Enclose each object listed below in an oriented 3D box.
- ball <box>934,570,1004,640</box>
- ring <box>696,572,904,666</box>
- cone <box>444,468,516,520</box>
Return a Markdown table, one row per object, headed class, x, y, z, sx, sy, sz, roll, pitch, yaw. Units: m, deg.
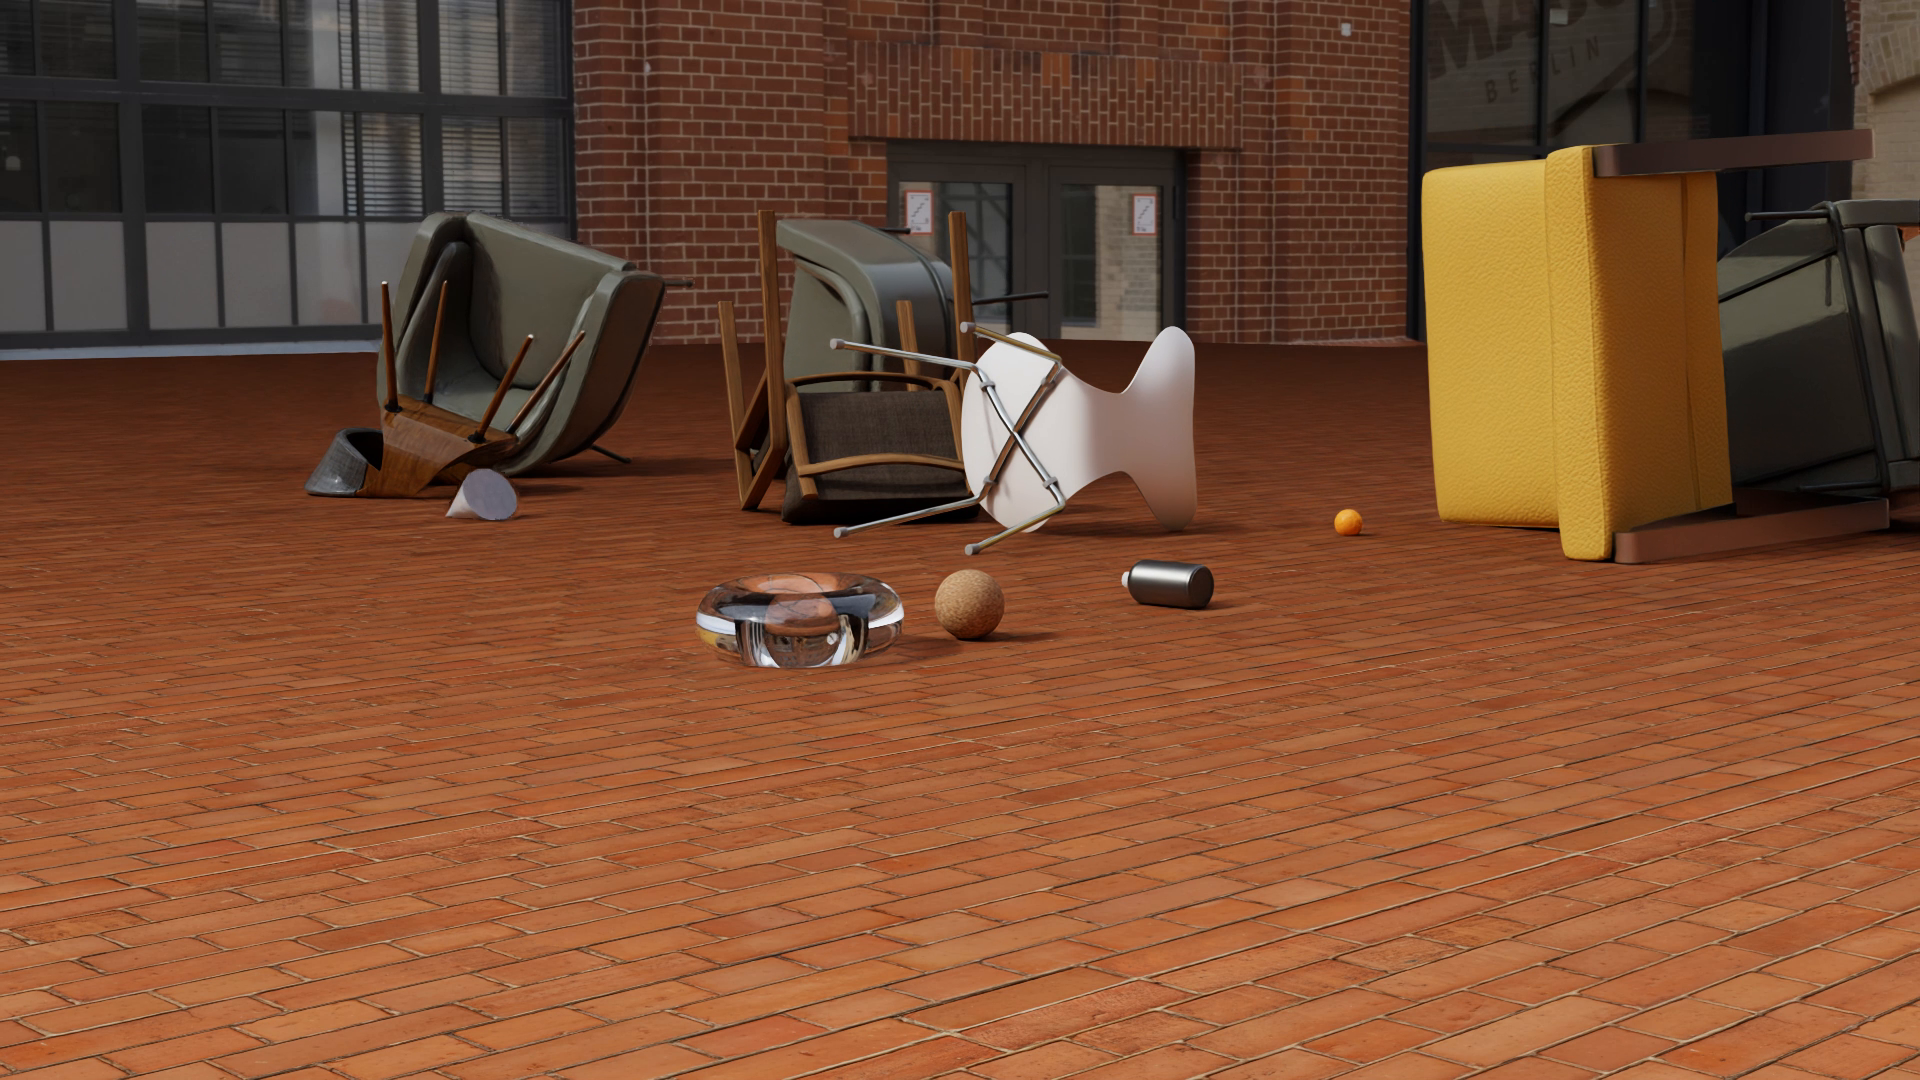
| class | x | y | z | sx | sy | sz | roll | pitch | yaw |
| --- | --- | --- | --- | --- | --- | --- | --- | --- | --- |
| ball | 0.018 | 0.117 | 4.656 | 0.128 | 0.128 | 0.128 | 0 | 6 | 0 |
| ring | -0.279 | 0.137 | 4.482 | 0.364 | 0.126 | 0.424 | 0 | 7 | 4 |
| cone | -1.339 | -0.092 | 6.969 | 0.177 | 0.150 | 0.205 | -23 | -9 | 30 |
